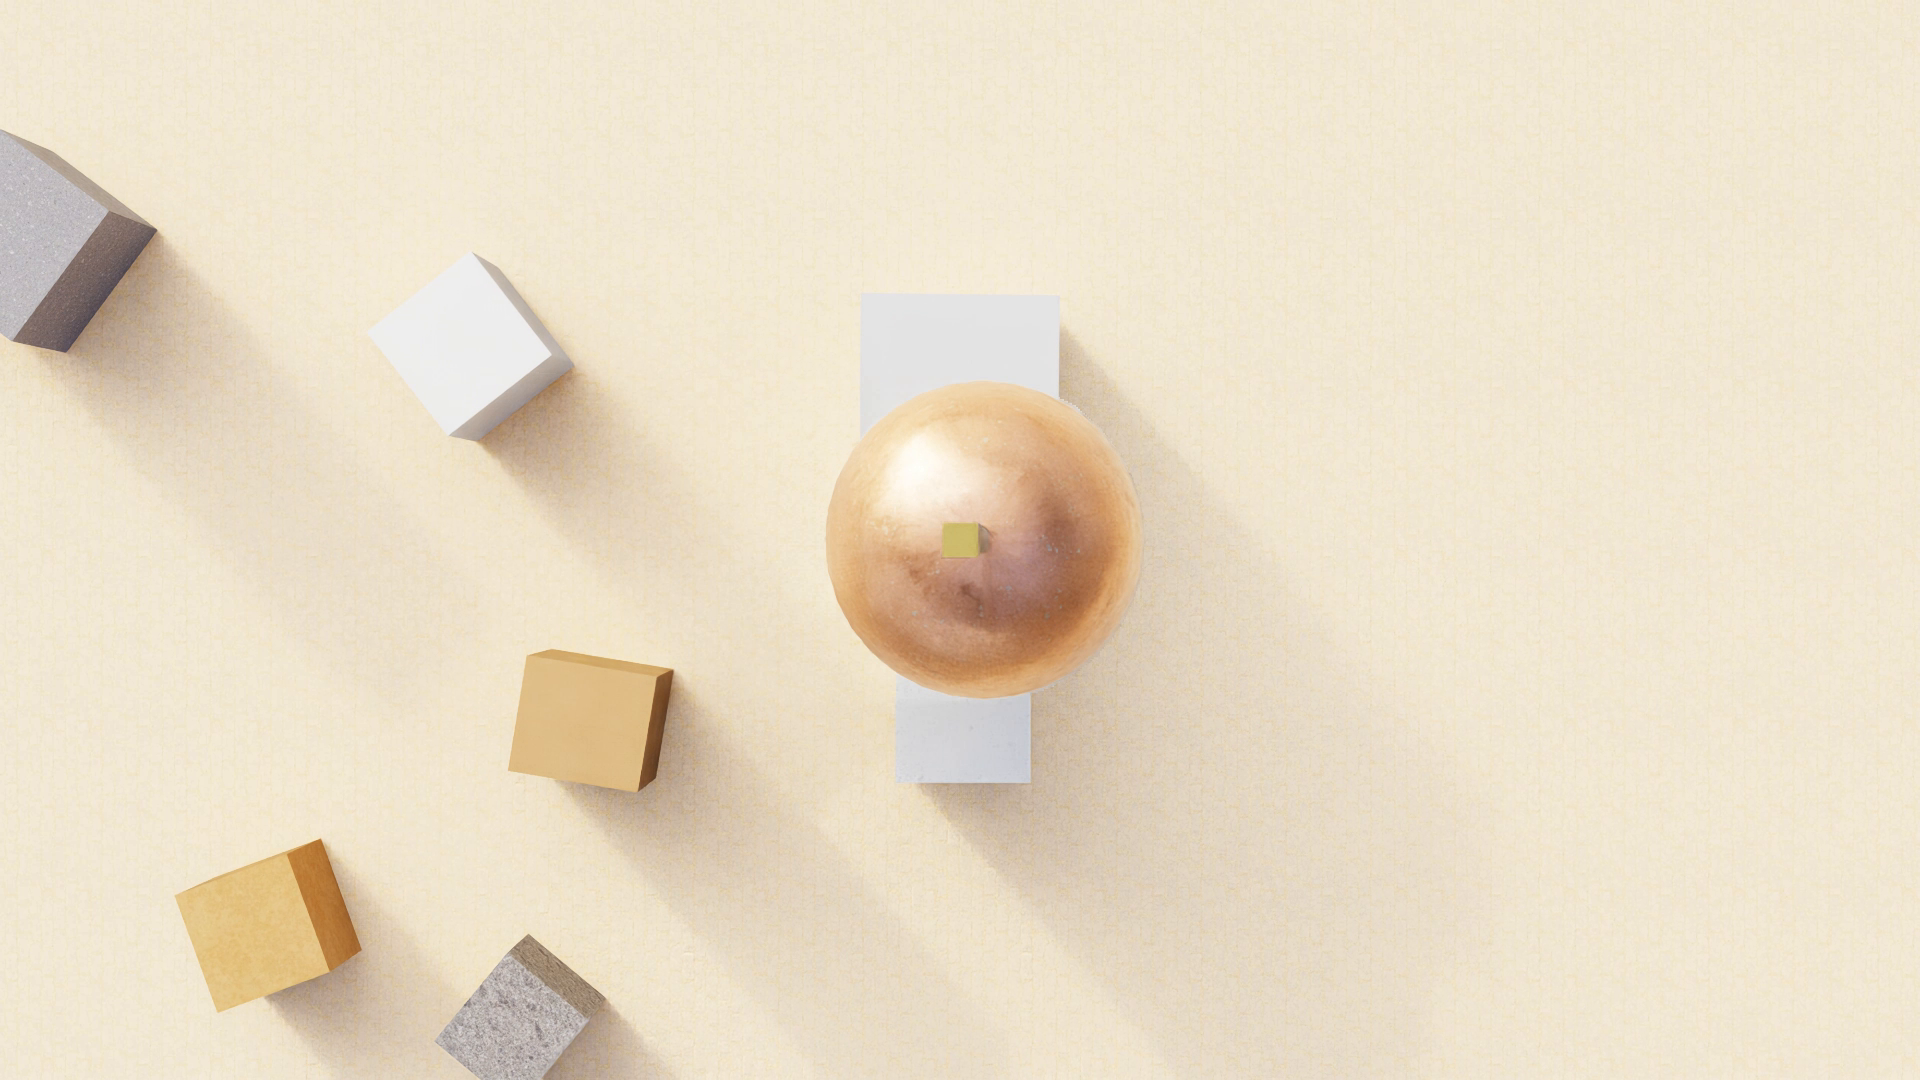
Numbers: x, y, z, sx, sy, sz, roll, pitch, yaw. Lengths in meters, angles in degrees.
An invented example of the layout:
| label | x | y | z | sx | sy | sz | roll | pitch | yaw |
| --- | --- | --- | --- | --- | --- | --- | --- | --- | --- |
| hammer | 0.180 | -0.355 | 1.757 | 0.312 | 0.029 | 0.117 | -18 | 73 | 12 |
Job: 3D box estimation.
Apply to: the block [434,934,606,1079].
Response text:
| label | x | y | z | sx | sy | sz | roll | pitch | yaw |
| --- | --- | --- | --- | --- | --- | --- | --- | --- | --- |
| block | -2.527 | 2.766 | 12.696 | 0.600 | 0.609 | 0.647 | 40 | 90 | 0 |

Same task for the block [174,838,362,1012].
| label | x | y | z | sx | sy | sz | roll | pitch | yaw |
| --- | --- | --- | --- | --- | --- | --- | --- | --- | --- |
| block | -3.972 | 2.209 | 12.668 | 0.671 | 0.663 | 0.704 | -20 | 90 | 0 |

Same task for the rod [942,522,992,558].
| label | x | y | z | sx | sy | sz | roll | pitch | yaw |
| --- | --- | --- | --- | --- | --- | --- | --- | --- | --- |
| rod | 0.052 | 0.000 | 7.639 | 0.080 | 5.200 | 0.080 | 0 | 90 | 1 |

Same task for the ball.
| label | x | y | z | sx | sy | sz | roll | pitch | yaw |
| --- | --- | --- | --- | --- | --- | --- | --- | --- | --- |
| ball | 0.121 | 0.000 | 11.039 | 1.600 | 1.600 | 1.600 | 0 | 90 | 0 |

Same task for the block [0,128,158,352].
| label | x | y | z | sx | sy | sz | roll | pitch | yaw |
| --- | --- | --- | --- | --- | --- | --- | --- | --- | --- |
| block | -5.324 | -1.702 | 12.626 | 0.777 | 0.748 | 0.909 | 37 | 90 | 0 |

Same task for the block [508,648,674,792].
| label | x | y | z | sx | sy | sz | roll | pitch | yaw |
| --- | --- | --- | --- | --- | --- | --- | --- | --- | --- |
| block | -2.106 | 1.025 | 12.629 | 0.734 | 0.743 | 0.654 | 9 | 90 | 0 |

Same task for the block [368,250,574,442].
| label | x | y | z | sx | sy | sz | roll | pitch | yaw |
| --- | --- | --- | --- | --- | --- | --- | --- | --- | --- |
| block | -2.793 | -1.097 | 12.631 | 0.736 | 0.739 | 0.736 | -38 | 90 | 0 |

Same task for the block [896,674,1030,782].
| label | x | y | z | sx | sy | sz | roll | pitch | yaw |
| --- | --- | --- | --- | --- | --- | --- | --- | --- | --- |
| block | 0.016 | 0.906 | 12.569 | 0.746 | 0.863 | 0.869 | 0 | 90 | 0 |

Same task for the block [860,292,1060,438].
| label | x | y | z | sx | sy | sz | roll | pitch | yaw |
| --- | --- | --- | --- | --- | --- | --- | --- | --- | --- |
| block | -0.004 | -0.858 | 12.512 | 1.087 | 0.975 | 0.974 | 1 | 90 | 0 |
